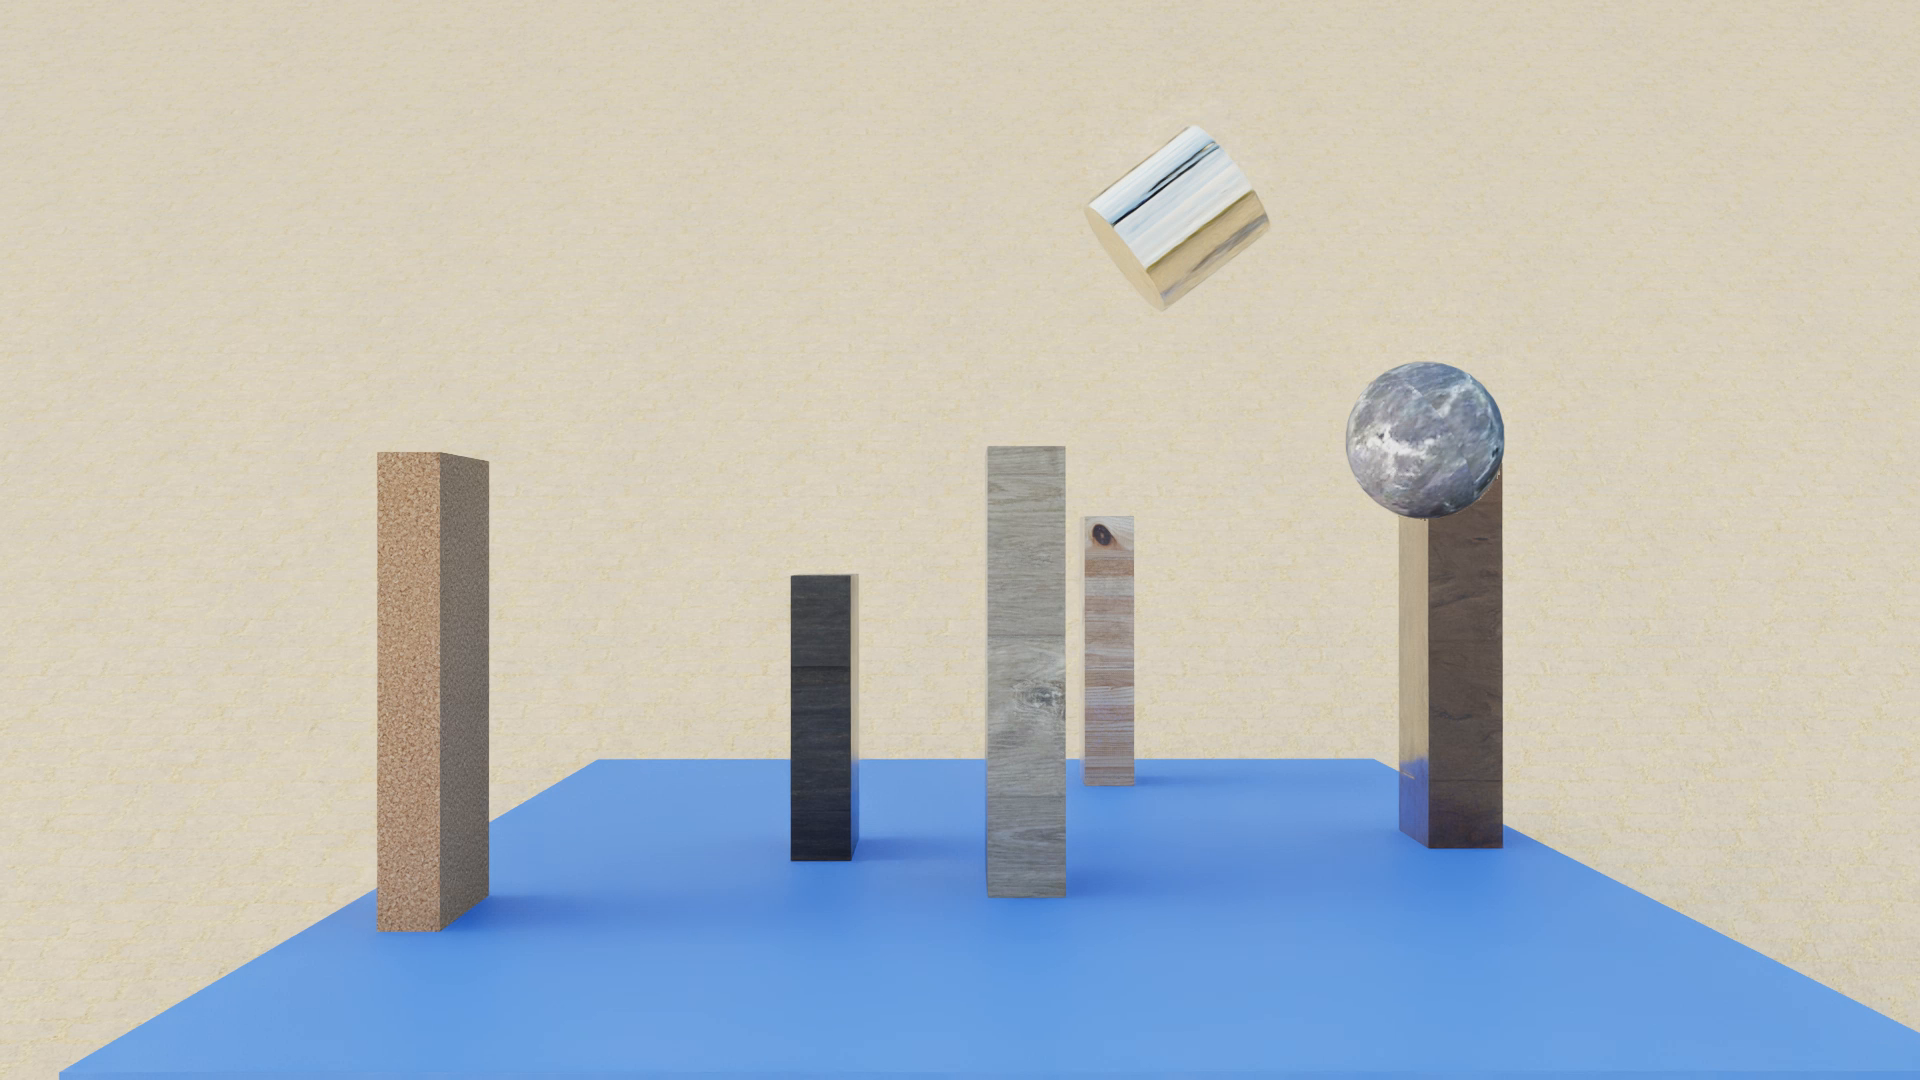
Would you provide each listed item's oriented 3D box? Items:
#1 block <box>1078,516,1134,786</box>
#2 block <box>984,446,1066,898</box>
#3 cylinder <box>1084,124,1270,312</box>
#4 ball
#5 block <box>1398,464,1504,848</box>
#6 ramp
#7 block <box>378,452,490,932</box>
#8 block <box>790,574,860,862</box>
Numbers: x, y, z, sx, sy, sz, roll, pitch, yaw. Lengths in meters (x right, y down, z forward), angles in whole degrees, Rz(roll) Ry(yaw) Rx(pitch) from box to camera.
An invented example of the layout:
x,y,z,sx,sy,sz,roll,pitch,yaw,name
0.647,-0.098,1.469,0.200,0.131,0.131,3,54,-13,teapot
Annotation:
x,y,z,sx,sy,sz,roll,pitch,yaw,name
0.341,0.254,6.043,0.113,0.616,0.278,0,0,0,block
0.103,0.205,4.202,0.121,0.700,0.381,0,0,0,block
0.207,-0.308,2.477,0.127,0.127,0.127,-37,38,-2,cylinder
0.454,-0.098,2.528,0.154,0.154,0.154,0,31,0,ball
0.912,0.185,4.826,0.135,0.743,0.312,0,0,0,block
0.068,0.607,4.673,2.000,0.100,4.000,0,0,0,ramp
-0.780,0.215,3.852,0.089,0.678,0.385,0,0,0,block
-0.241,0.309,4.665,0.105,0.495,0.364,0,0,0,block
